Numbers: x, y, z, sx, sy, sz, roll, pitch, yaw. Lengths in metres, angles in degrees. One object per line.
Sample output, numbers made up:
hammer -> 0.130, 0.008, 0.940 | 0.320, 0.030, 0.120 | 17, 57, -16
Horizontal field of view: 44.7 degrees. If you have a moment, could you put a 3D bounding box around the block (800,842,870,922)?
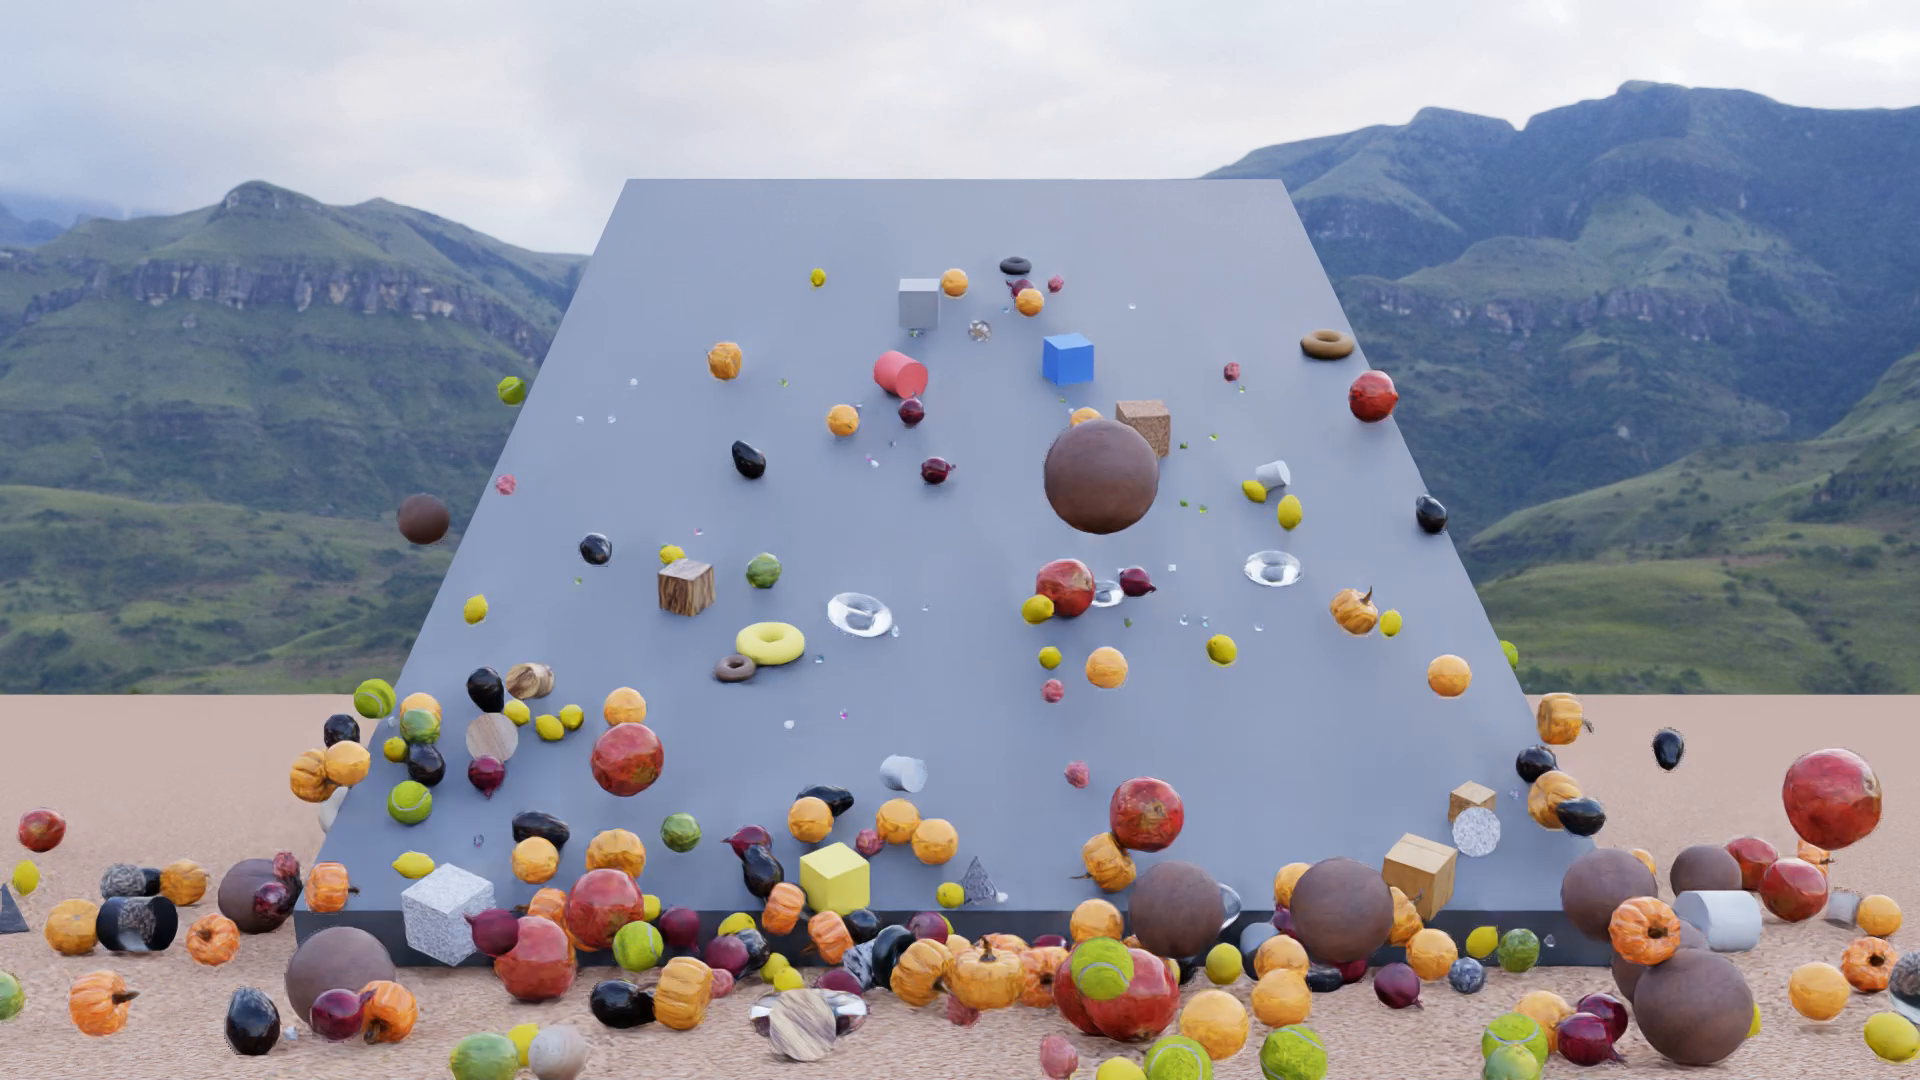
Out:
block -> -0.188, 0.513, 3.505 | 0.075, 0.075, 0.075 | -18, 30, -34

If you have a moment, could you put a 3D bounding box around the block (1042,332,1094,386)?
block -> 0.257, -0.430, 5.554 | 0.091, 0.091, 0.091 | -10, 26, -20

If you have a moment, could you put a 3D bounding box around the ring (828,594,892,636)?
ring -> -0.187, 0.138, 4.343 | 0.123, 0.041, 0.123 | 14, 24, -6

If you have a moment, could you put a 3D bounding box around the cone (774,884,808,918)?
cone -> -0.253, 0.539, 3.510 | 0.051, 0.051, 0.051 | 0, -2, -3

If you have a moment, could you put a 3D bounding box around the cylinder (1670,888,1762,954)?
cylinder -> 1.178, 0.594, 3.639 | 0.097, 0.097, 0.097 | -1, -3, -21

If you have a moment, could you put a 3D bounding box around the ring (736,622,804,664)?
ring -> -0.346, 0.188, 4.255 | 0.127, 0.042, 0.127 | 1, 24, 0

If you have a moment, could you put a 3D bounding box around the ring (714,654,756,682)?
ring -> -0.402, 0.230, 4.184 | 0.075, 0.025, 0.075 | -1, 26, 0

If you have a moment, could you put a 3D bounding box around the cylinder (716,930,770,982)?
cylinder -> -0.313, 0.599, 3.356 | 0.055, 0.055, 0.055 | -25, 14, -40

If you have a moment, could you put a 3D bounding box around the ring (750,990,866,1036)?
ring -> -0.185, 0.580, 2.859 | 0.143, 0.048, 0.143 | -1, -4, 0

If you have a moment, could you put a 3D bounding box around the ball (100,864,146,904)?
ball -> -1.610, 0.665, 4.493 | 0.084, 0.084, 0.084 | 0, -4, 0

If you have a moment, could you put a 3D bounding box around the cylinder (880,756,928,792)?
cylinder -> -0.090, 0.371, 3.700 | 0.054, 0.054, 0.054 | 3, -1, -40

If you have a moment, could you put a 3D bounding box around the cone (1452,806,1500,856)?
cone -> 0.802, 0.457, 3.681 | 0.078, 0.078, 0.078 | 0, -2, -7

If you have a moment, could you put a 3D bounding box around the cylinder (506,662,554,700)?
cylinder -> -0.747, 0.245, 4.058 | 0.063, 0.063, 0.063 | -1, -1, 18

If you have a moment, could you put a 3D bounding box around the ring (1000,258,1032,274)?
ring -> 0.151, -0.741, 6.311 | 0.087, 0.029, 0.087 | 1, 24, -1

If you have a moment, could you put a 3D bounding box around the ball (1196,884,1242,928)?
ball -> 0.383, 0.542, 3.456 | 0.066, 0.066, 0.066 | 0, -4, 0

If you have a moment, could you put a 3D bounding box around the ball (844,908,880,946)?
ball -> -0.144, 0.566, 3.418 | 0.054, 0.054, 0.054 | 0, -4, 0

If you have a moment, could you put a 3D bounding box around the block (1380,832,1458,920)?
block -> 0.690, 0.507, 3.514 | 0.082, 0.082, 0.082 | 16, 29, 31

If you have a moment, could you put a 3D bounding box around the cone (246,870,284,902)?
cone -> -1.373, 0.697, 4.642 | 0.067, 0.067, 0.067 | 24, -13, -22

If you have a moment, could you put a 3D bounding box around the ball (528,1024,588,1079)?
ball -> -0.429, 0.548, 2.487 | 0.062, 0.062, 0.062 | 0, -4, 0

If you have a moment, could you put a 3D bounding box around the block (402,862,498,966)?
block -> -0.745, 0.547, 3.411 | 0.093, 0.093, 0.093 | 16, 31, 30

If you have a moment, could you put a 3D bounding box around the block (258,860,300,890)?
block -> -1.435, 0.705, 4.917 | 0.058, 0.058, 0.058 | -2, -4, 23

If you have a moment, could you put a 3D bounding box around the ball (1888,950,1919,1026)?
ball -> 1.204, 0.557, 2.899 | 0.096, 0.096, 0.096 | 0, -4, 0

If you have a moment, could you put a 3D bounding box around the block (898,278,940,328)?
block -> -0.102, -0.600, 5.914 | 0.100, 0.100, 0.100 | 1, 25, 1

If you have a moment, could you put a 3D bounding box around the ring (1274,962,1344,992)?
ring -> 0.487, 0.613, 3.270 | 0.098, 0.033, 0.098 | 1, -3, 0

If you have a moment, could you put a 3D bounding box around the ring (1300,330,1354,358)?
ring -> 0.900, -0.480, 5.725 | 0.130, 0.043, 0.130 | 1, 26, -1

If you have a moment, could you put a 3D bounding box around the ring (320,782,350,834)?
ring -> -1.129, 0.502, 4.320 | 0.117, 0.117, 0.039 | -1, -30, 10

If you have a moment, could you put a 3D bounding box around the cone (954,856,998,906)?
cone -> 0.024, 0.505, 3.530 | 0.068, 0.068, 0.068 | 0, 25, 0

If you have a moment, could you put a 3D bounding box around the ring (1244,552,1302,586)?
ring -> 0.612, 0.055, 4.558 | 0.113, 0.038, 0.113 | 1, 24, -1

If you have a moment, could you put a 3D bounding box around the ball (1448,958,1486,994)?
ball -> 0.699, 0.601, 3.219 | 0.050, 0.050, 0.050 | 0, -4, 0

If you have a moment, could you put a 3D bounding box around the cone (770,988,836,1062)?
cone -> -0.199, 0.568, 2.681 | 0.085, 0.085, 0.085 | 2, -27, -32

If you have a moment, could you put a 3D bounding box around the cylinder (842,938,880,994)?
cylinder -> -0.119, 0.581, 3.199 | 0.062, 0.062, 0.062 | -17, 4, -26

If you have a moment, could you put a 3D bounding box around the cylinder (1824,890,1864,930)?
cylinder -> 1.516, 0.634, 4.003 | 0.052, 0.052, 0.052 | 21, -18, 7

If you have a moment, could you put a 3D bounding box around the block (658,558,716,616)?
block -> -0.519, 0.089, 4.429 | 0.076, 0.076, 0.076 | 11, 27, 23

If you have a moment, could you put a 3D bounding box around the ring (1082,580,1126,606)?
ring -> 0.275, 0.102, 4.466 | 0.083, 0.028, 0.083 | 0, 23, 0

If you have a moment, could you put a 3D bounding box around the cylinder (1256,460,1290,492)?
cylinder -> 0.661, -0.135, 4.930 | 0.055, 0.055, 0.055 | -18, -12, 30

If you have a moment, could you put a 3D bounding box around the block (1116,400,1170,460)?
block -> 0.402, -0.244, 5.137 | 0.099, 0.099, 0.099 | -4, 25, -9

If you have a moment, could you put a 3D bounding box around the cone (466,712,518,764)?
cone -> -0.795, 0.334, 3.936 | 0.087, 0.087, 0.087 | 1, -4, -20

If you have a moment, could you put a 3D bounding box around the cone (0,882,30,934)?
cone -> -1.657, 0.635, 4.043 | 0.086, 0.086, 0.086 | 0, -4, 0

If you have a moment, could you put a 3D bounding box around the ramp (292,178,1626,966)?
ramp -> -0.008, -0.229, 5.342 | 2.000, 0.100, 4.000 | 0, 25, 0

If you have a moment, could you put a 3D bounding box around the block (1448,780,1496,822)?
block -> 0.818, 0.425, 3.729 | 0.052, 0.052, 0.052 | 22, 32, 39
